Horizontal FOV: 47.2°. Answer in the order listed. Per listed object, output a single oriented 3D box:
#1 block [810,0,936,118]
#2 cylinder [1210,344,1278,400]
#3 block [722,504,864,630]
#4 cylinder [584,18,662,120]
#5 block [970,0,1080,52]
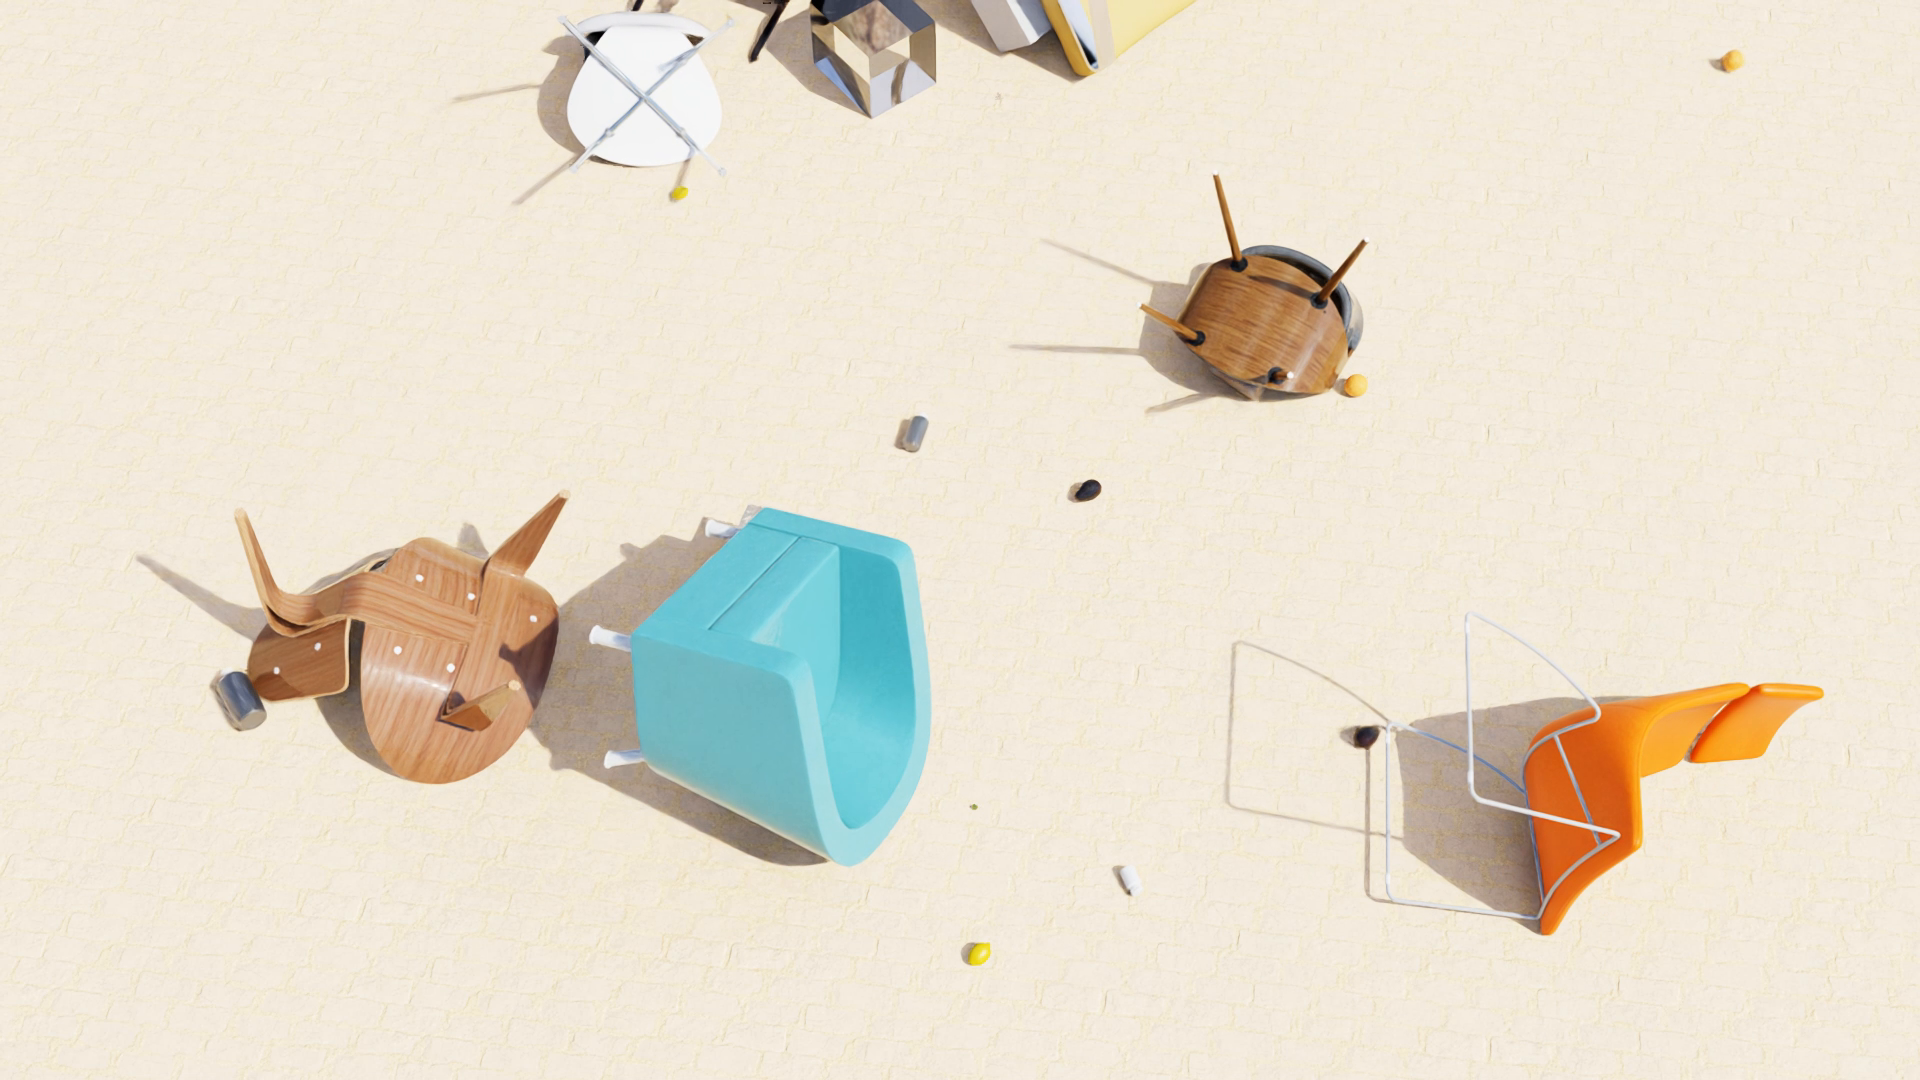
[{"bbox_3d":[-0.296,-1.705,7.545,0.281,0.286,0.339,-33,62,-20],"label":"block"},{"bbox_3d":[0.887,-0.526,6.877,0.163,0.081,0.142,36,53,21],"label":"cylinder"},{"bbox_3d":[-0.481,0.078,6.398,0.352,0.205,0.209,15,57,10],"label":"block"},{"bbox_3d":[-1.156,-1.618,7.551,0.244,0.180,0.305,-9,57,-6],"label":"cylinder"},{"bbox_3d":[0.215,-1.894,7.650,0.262,0.265,0.188,-43,24,-24],"label":"block"}]
